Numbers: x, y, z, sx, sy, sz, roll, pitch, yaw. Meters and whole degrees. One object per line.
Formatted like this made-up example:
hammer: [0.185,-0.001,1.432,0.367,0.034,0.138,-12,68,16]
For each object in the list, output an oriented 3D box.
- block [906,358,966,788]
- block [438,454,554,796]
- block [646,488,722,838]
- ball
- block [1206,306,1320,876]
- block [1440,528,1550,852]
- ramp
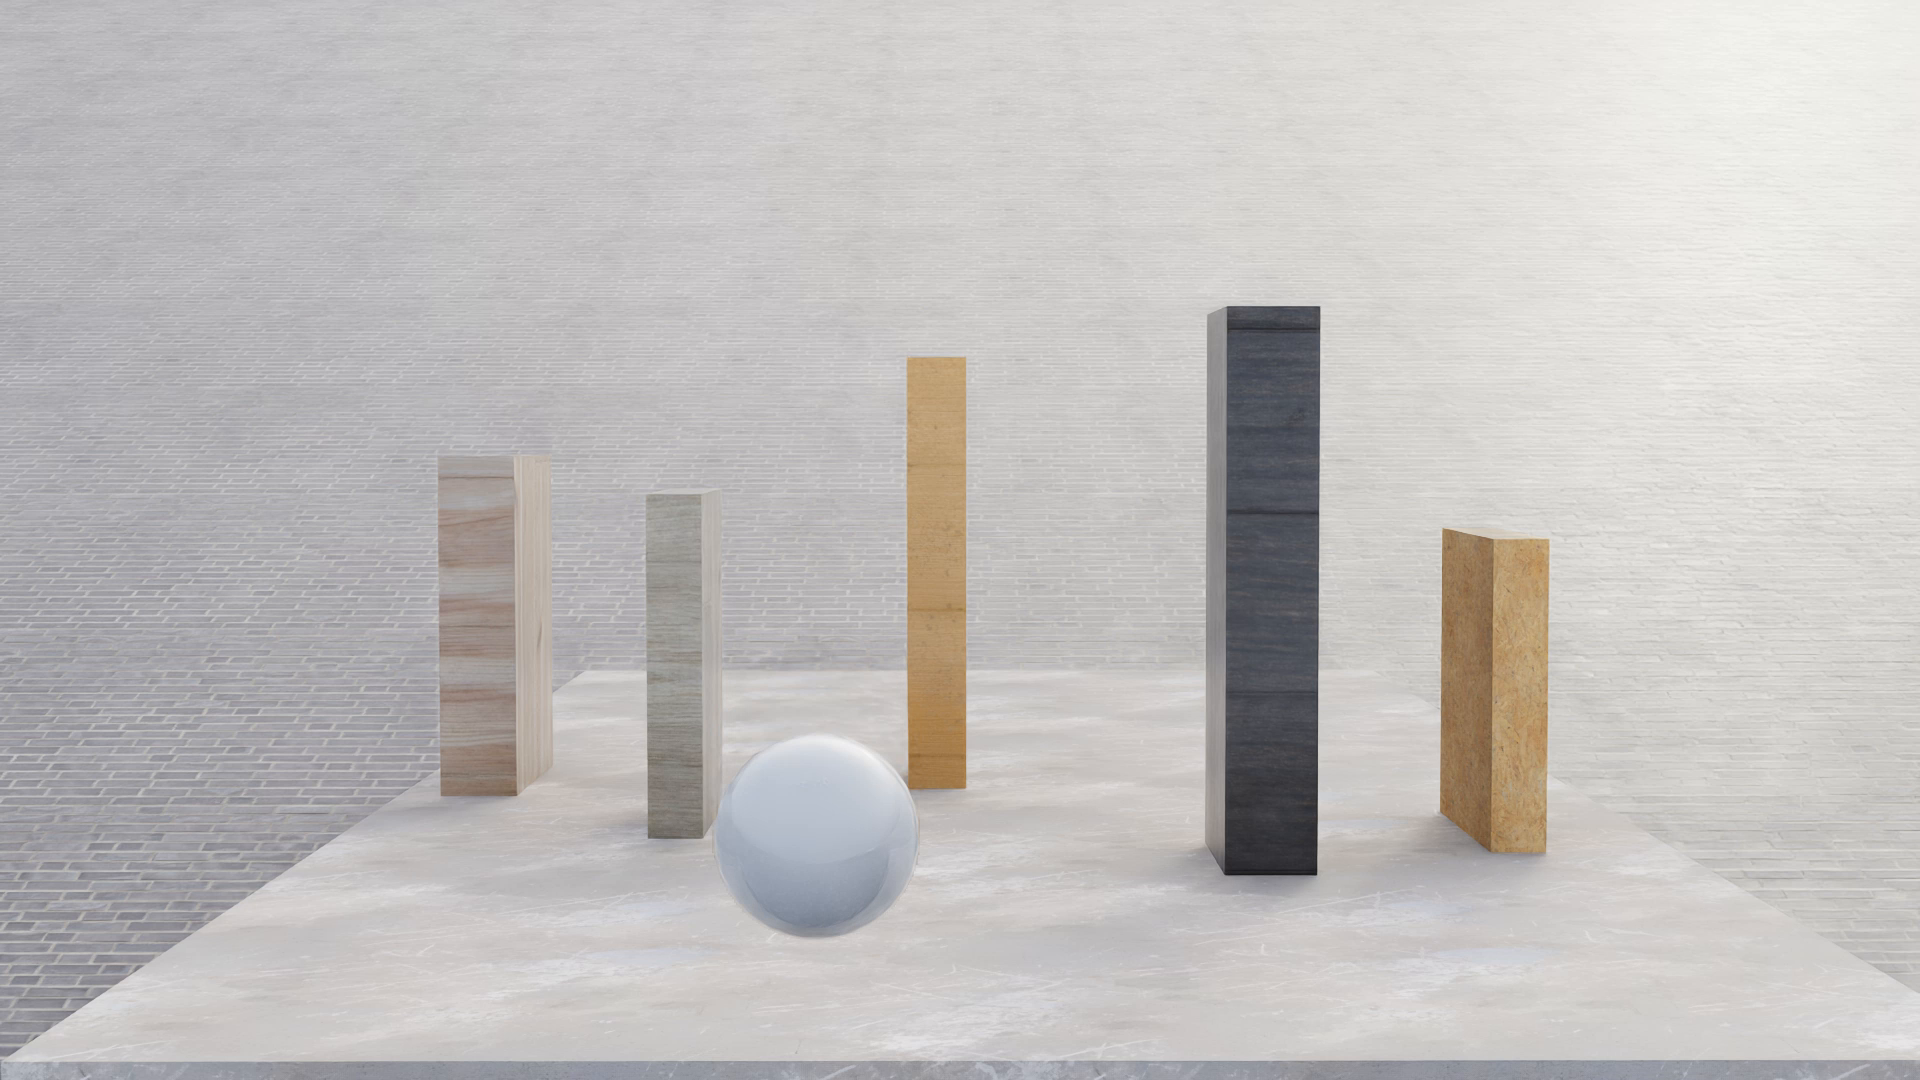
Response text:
block: [-0.040,0.052,4.527,0.101,0.740,0.242,0,3,0]
block: [-0.812,0.138,4.522,0.128,0.571,0.393,0,3,0]
block: [-0.431,0.184,4.048,0.084,0.521,0.334,0,3,0]
ball: [-0.140,0.290,2.521,0.201,0.201,0.201,0,23,0]
block: [0.432,0.066,3.696,0.129,0.788,0.282,0,3,0]
block: [0.817,0.219,3.950,0.081,0.459,0.397,0,3,0]
ramp: [0.052,0.472,4.536,2.000,0.100,4.000,0,3,0]
